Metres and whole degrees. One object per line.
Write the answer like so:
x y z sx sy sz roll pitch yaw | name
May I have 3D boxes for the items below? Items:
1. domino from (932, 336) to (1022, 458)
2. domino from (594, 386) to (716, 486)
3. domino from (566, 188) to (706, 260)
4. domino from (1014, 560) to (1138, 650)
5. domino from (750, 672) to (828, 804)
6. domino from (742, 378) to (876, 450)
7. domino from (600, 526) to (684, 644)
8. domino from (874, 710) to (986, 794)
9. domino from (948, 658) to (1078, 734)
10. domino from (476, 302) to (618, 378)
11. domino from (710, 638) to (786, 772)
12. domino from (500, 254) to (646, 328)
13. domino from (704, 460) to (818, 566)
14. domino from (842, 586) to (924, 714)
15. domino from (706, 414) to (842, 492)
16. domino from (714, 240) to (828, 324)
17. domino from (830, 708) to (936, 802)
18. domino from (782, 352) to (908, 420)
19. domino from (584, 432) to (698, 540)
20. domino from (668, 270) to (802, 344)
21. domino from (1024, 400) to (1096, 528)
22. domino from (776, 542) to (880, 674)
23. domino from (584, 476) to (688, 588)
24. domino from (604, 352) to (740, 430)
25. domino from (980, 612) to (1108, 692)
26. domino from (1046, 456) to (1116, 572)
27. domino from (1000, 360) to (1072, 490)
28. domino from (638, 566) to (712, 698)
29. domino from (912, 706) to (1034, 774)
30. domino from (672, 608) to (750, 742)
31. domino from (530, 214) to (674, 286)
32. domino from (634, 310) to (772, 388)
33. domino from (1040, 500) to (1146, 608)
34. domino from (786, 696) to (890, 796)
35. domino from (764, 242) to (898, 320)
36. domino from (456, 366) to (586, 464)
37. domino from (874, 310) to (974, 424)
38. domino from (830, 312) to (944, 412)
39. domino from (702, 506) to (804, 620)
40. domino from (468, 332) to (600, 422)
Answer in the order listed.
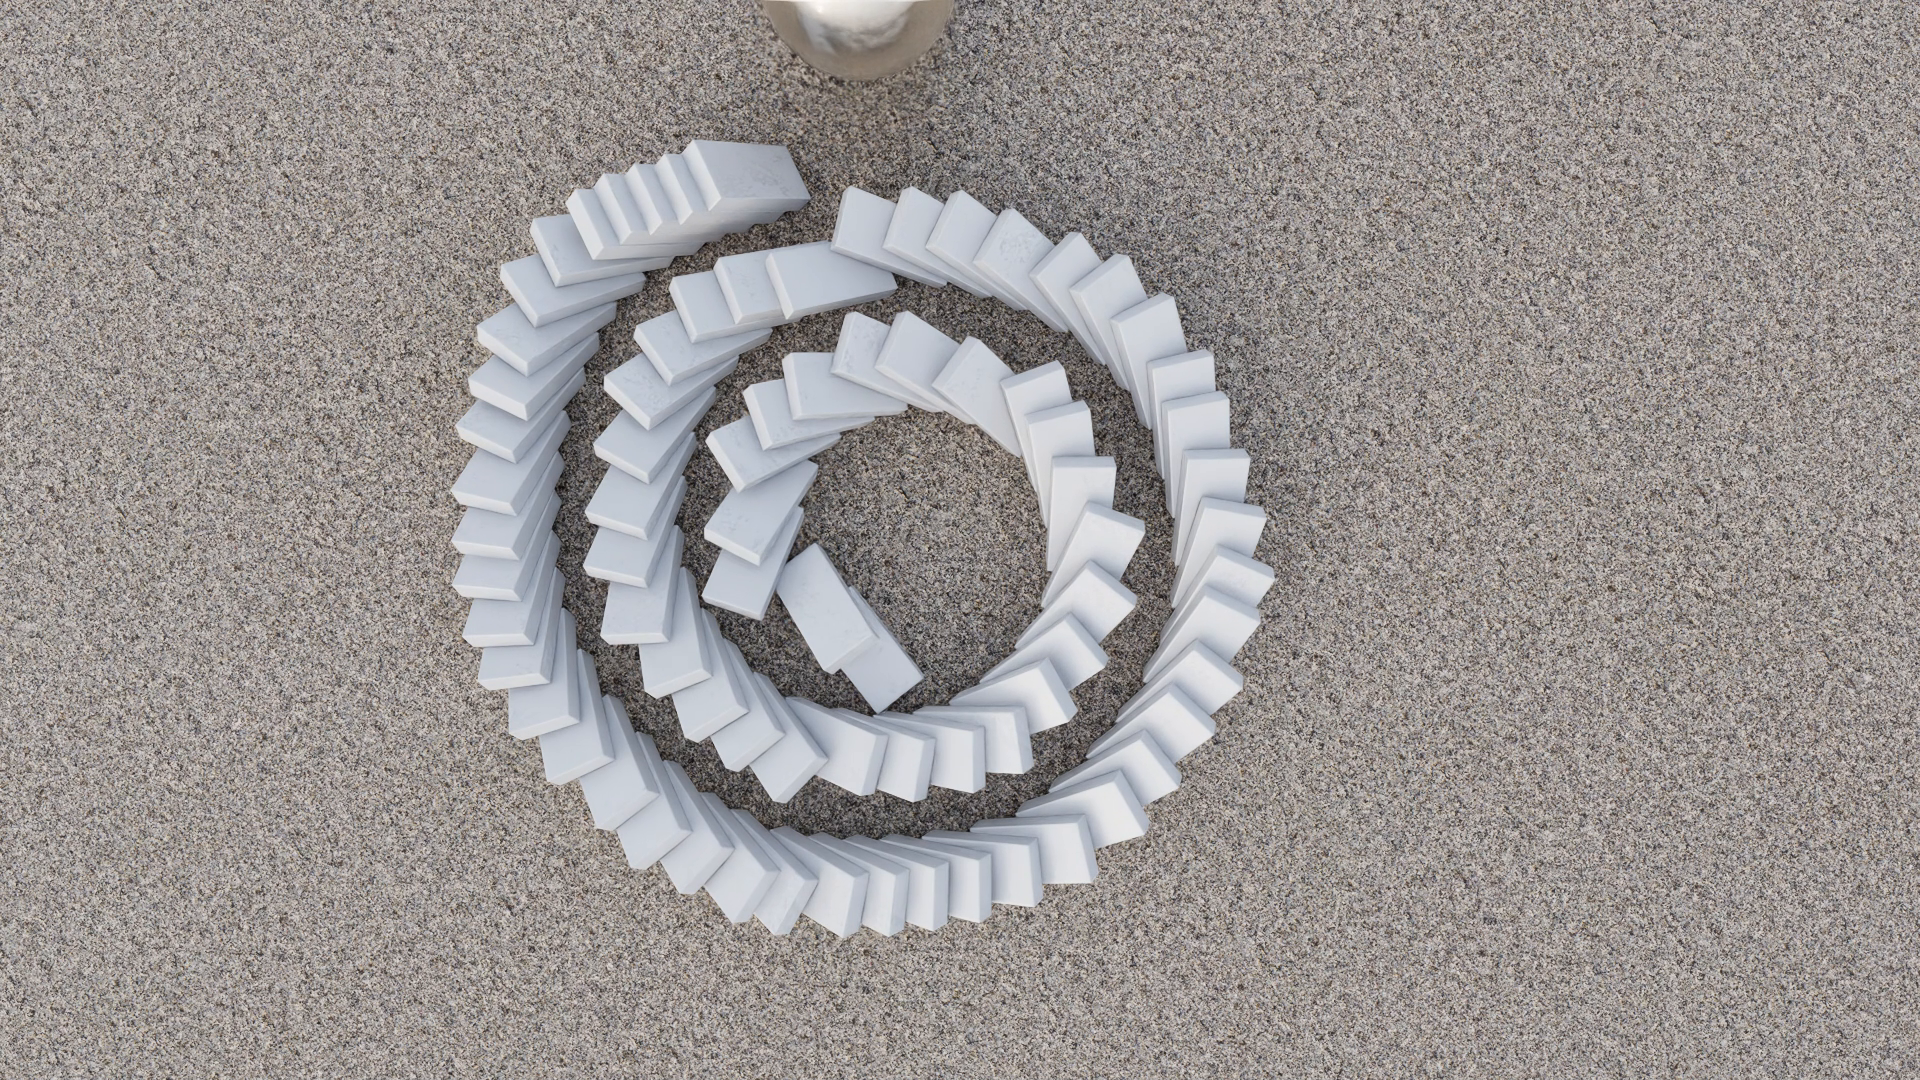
0.014 -0.059 0.382 0.050 0.009 0.025 37 90 -36 | domino
-0.127 -0.050 0.384 0.025 0.010 0.050 29 62 0 | domino
-0.133 -0.130 0.378 0.010 0.050 0.025 -26 90 40 | domino
0.048 0.034 0.384 0.025 0.009 0.050 38 118 -1 | domino
-0.079 0.082 0.383 0.025 0.009 0.050 -46 59 1 | domino
-0.062 -0.056 0.382 0.050 0.009 0.025 -19 90 -36 | domino
-0.132 0.018 0.383 0.025 0.010 0.050 -3 61 2 | domino
-0.013 0.088 0.382 0.050 0.010 0.025 2 94 33 | domino
0.021 0.069 0.381 0.050 0.009 0.025 -28 93 36 | domino
-0.171 -0.091 0.381 0.025 0.010 0.050 37 53 1 | domino
-0.096 0.068 0.383 0.025 0.009 0.050 -38 59 0 | domino
-0.160 -0.109 0.382 0.050 0.010 0.025 -35 90 -36 | domino
-0.082 -0.016 0.383 0.025 0.010 0.050 27 60 0 | domino
-0.041 0.047 0.395 0.025 0.010 0.050 -38 90 0 | domino
-0.077 -0.042 0.382 0.050 0.010 0.025 -33 90 -34 | domino
-0.074 -0.108 0.383 0.050 0.010 0.025 -21 90 -31 | domino
-0.035 0.089 0.383 0.050 0.010 0.025 11 91 32 | domino
-0.047 -0.064 0.381 0.050 0.010 0.025 -8 87 -35 | domino
-0.133 -0.027 0.384 0.025 0.009 0.050 17 62 1 | domino
-0.092 -0.100 0.382 0.050 0.009 0.025 -22 88 -31 | domino
0.043 -0.031 0.382 0.025 0.010 0.050 -14 124 -2 | domino
-0.057 0.028 0.385 0.025 0.010 0.050 -36 66 1 | domino
-0.135 -0.006 0.384 0.025 0.010 0.050 12 62 0 | domino
-0.120 -0.070 0.382 0.025 0.009 0.050 43 57 2 | domino
0.035 0.055 0.384 0.050 0.010 0.025 -40 90 28 | domino
0.050 -0.010 0.383 0.025 0.009 0.050 0 122 0 | domino
0.036 -0.047 0.382 0.025 0.009 0.050 -20 123 0 | domino
-0.121 0.038 0.383 0.025 0.010 0.050 -21 59 1 | domino
0.005 0.083 0.382 0.050 0.009 0.025 -7 93 33 | domino
-0.108 0.056 0.382 0.025 0.009 0.050 -32 58 3 | domino
-0.148 -0.123 0.381 0.050 0.009 0.025 -25 89 -37 | domino
-0.106 -0.086 0.382 0.050 0.009 0.025 -35 89 -32 | domino
0.055 0.010 0.383 0.025 0.010 0.050 20 120 -3 | domino
-0.055 0.085 0.383 0.050 0.010 0.025 15 90 32 | domino
-0.053 -0.111 0.383 0.050 0.010 0.025 -22 90 -30 | domino
-0.182 -0.058 0.383 0.025 0.010 0.050 25 59 0 | domino
-0.009 -0.071 0.382 0.050 0.010 0.025 27 81 -30 | domino
-0.027 -0.073 0.382 0.050 0.009 0.025 17 84 -31 | domino
-0.086 0.006 0.386 0.025 0.009 0.050 18 68 0 | domino
-0.176 -0.074 0.381 0.025 0.009 0.050 26 52 0 | domino
